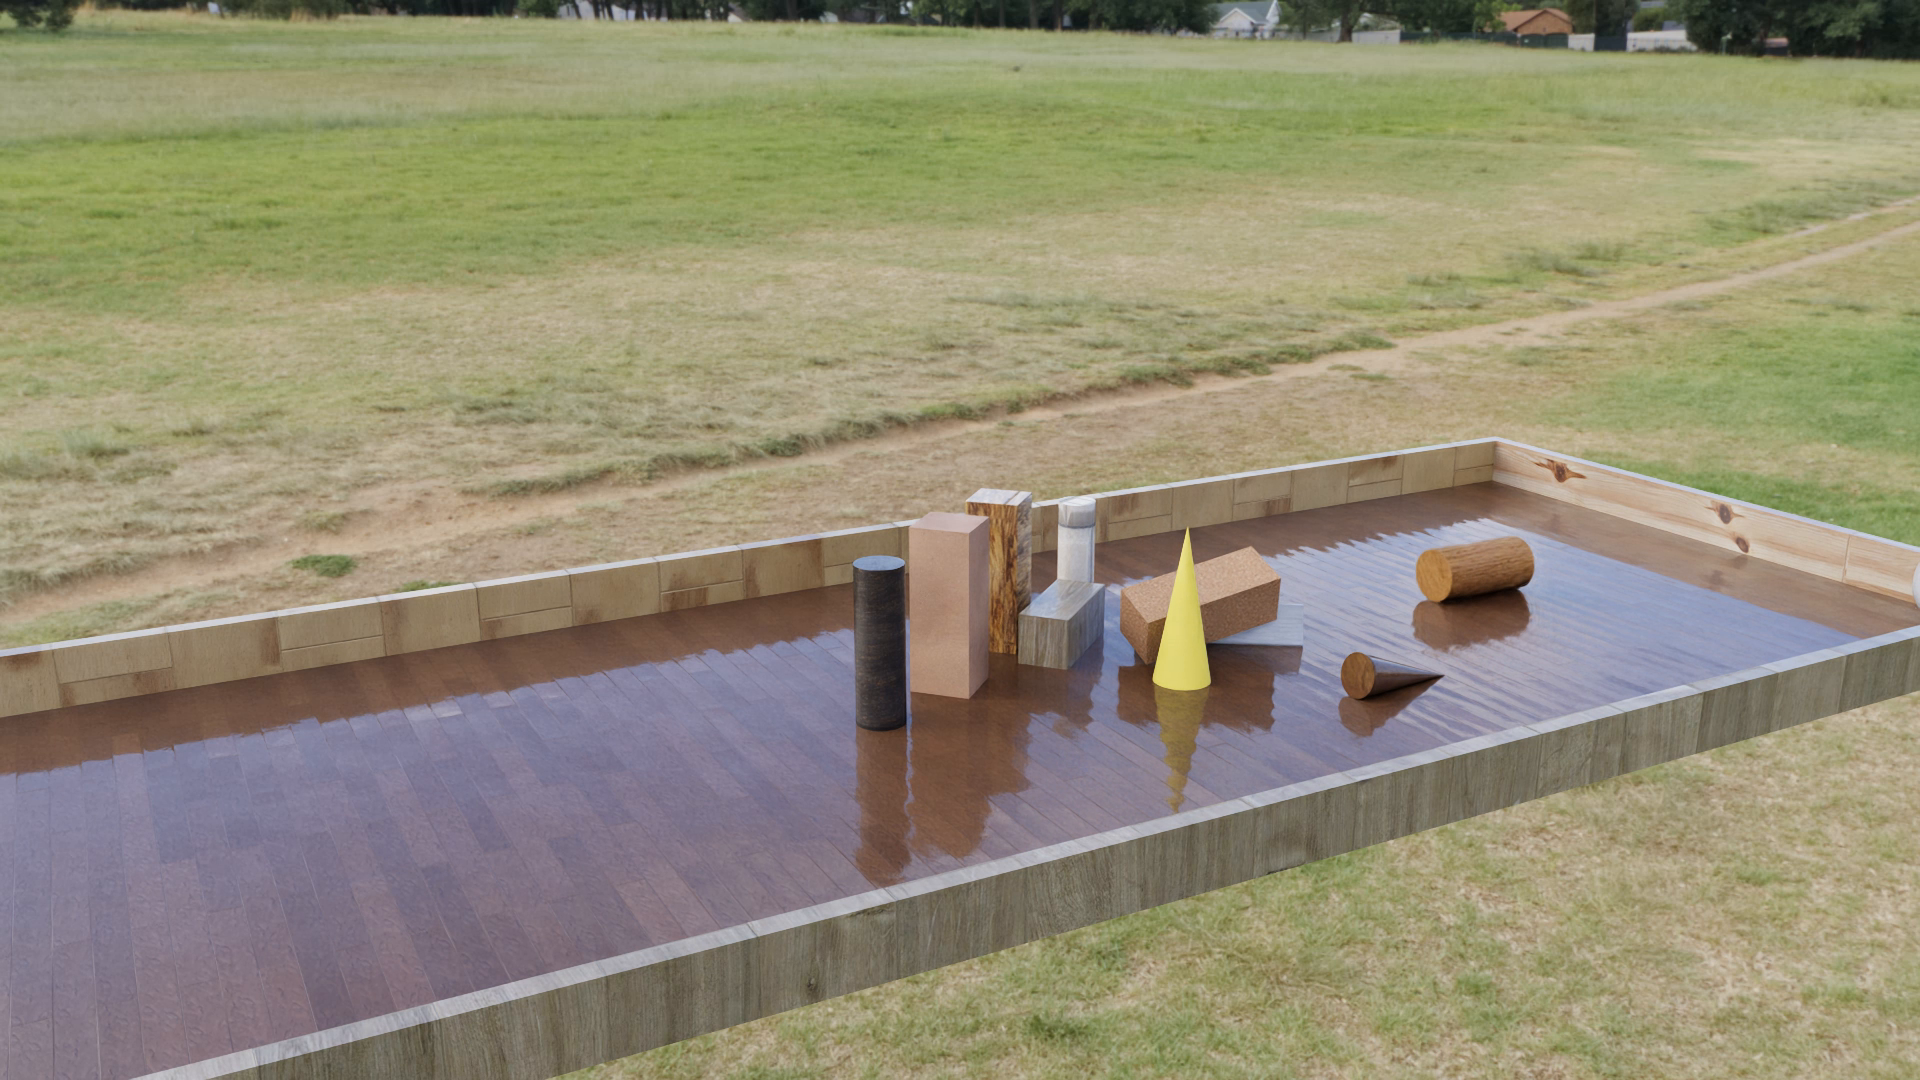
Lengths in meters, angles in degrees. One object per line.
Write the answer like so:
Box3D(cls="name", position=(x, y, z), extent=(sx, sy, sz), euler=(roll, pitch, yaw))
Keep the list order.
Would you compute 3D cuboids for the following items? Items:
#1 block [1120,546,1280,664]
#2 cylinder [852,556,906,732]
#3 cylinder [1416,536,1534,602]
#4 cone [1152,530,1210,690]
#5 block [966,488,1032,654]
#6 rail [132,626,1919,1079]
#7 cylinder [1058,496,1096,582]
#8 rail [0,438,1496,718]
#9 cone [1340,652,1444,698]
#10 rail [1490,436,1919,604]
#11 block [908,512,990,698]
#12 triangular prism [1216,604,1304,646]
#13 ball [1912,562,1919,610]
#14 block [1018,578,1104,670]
Box3D(cls="block", position=(0.628, 0.169, 4.320), extent=(0.390, 0.146, 0.146), euler=(-17, 41, -17))
Box3D(cls="cylinder", position=(-0.186, 0.241, 3.840), extent=(0.120, 0.392, 0.120), euler=(0, 16, 0))
Box3D(cls="cylinder", position=(1.500, 0.084, 4.801), extent=(0.309, 0.151, 0.151), euler=(-8, 18, -24))
Box3D(cls="cone", position=(0.559, 0.158, 4.100), extent=(0.146, 0.404, 0.146), euler=(0, 16, 0))
Box3D(cls="block", position=(0.102, 0.081, 4.360), extent=(0.141, 0.405, 0.141), euler=(5, 17, 17))
Box3D(cls="rail", position=(-2.336, 1.006, 1.665), extent=(12.000, 0.150, 0.050), euler=(-9, 18, -27))
Box3D(cls="cylinder", position=(0.323, 0.051, 4.591), extent=(0.102, 0.332, 0.102), euler=(0, 16, 0))
Box3D(cls="rail", position=(-3.305, 0.497, 3.399), extent=(12.000, 0.150, 0.050), euler=(-9, 18, -27))
Box3D(cls="cone", position=(1.101, 0.337, 4.107), extent=(0.303, 0.114, 0.114), euler=(3, 13, -31))
Box3D(cls="rail", position=(2.466, -0.048, 5.253), extent=(0.050, 0.150, 2.100), euler=(-9, 18, -27))
Box3D(cls="block", position=(-0.025, 0.159, 4.066), extent=(0.153, 0.422, 0.153), euler=(6, 17, 18))
Box3D(cls="triangular prism", position=(0.697, 0.212, 4.449), extent=(0.445, 0.098, 0.113), euler=(2, 16, 6))
Box3D(cls="ball", position=(2.725, 0.125, 4.448), extent=(0.272, 0.272, 0.272), euler=(0, 16, 0))
Box3D(cls="block", position=(0.272, 0.220, 4.369), extent=(0.134, 0.134, 0.320), euler=(6, 18, 21))
